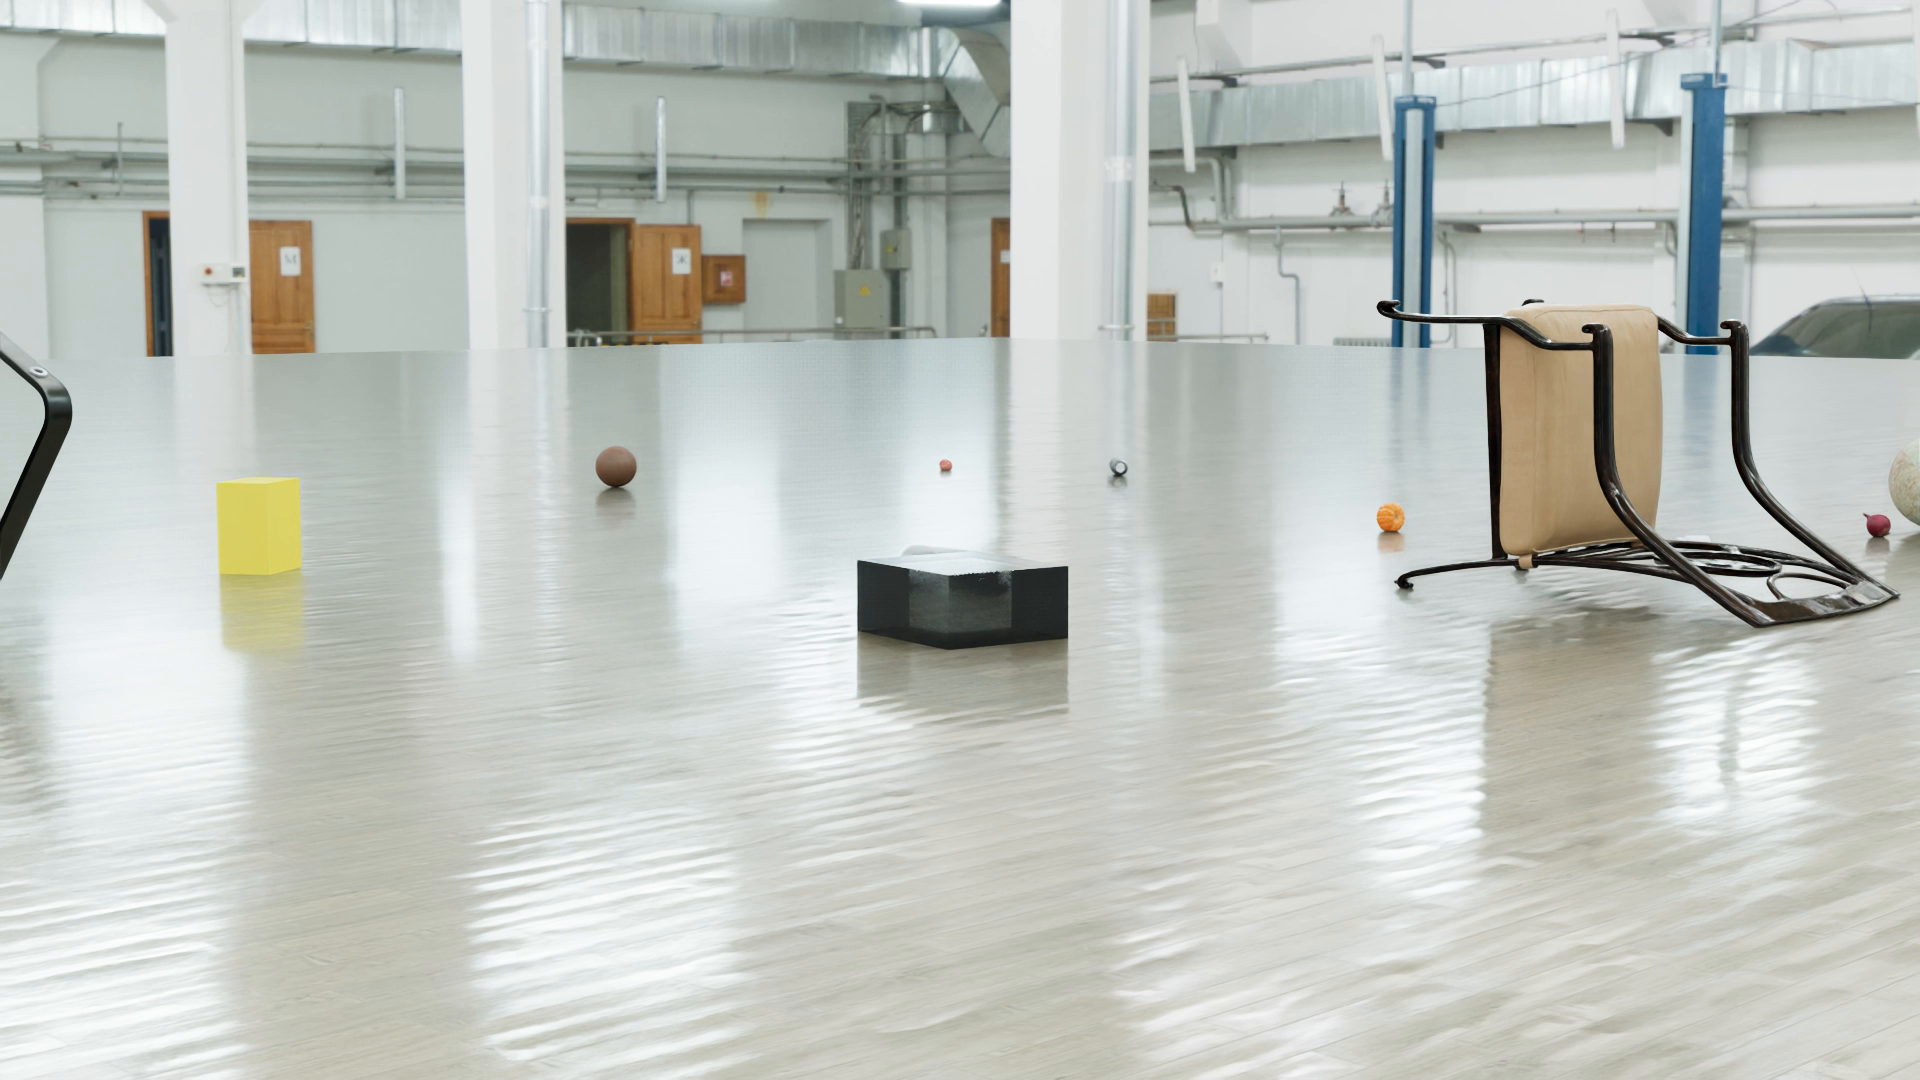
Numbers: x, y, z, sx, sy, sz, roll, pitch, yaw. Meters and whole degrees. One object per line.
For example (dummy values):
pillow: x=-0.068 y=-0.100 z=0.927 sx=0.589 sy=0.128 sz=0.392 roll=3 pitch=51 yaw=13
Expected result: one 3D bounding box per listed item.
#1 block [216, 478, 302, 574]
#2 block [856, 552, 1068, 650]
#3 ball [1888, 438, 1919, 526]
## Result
block: x=-1.568 y=-0.033 z=5.742 sx=0.121 sy=0.202 sz=0.157 roll=1 pitch=6 yaw=12
block: x=0.003 y=0.108 z=4.717 sx=0.264 sy=0.133 sz=0.302 roll=-4 pitch=7 yaw=-34
ball: x=2.544 y=-0.151 z=6.664 sx=0.249 sy=0.249 sz=0.249 roll=0 pitch=6 yaw=0
